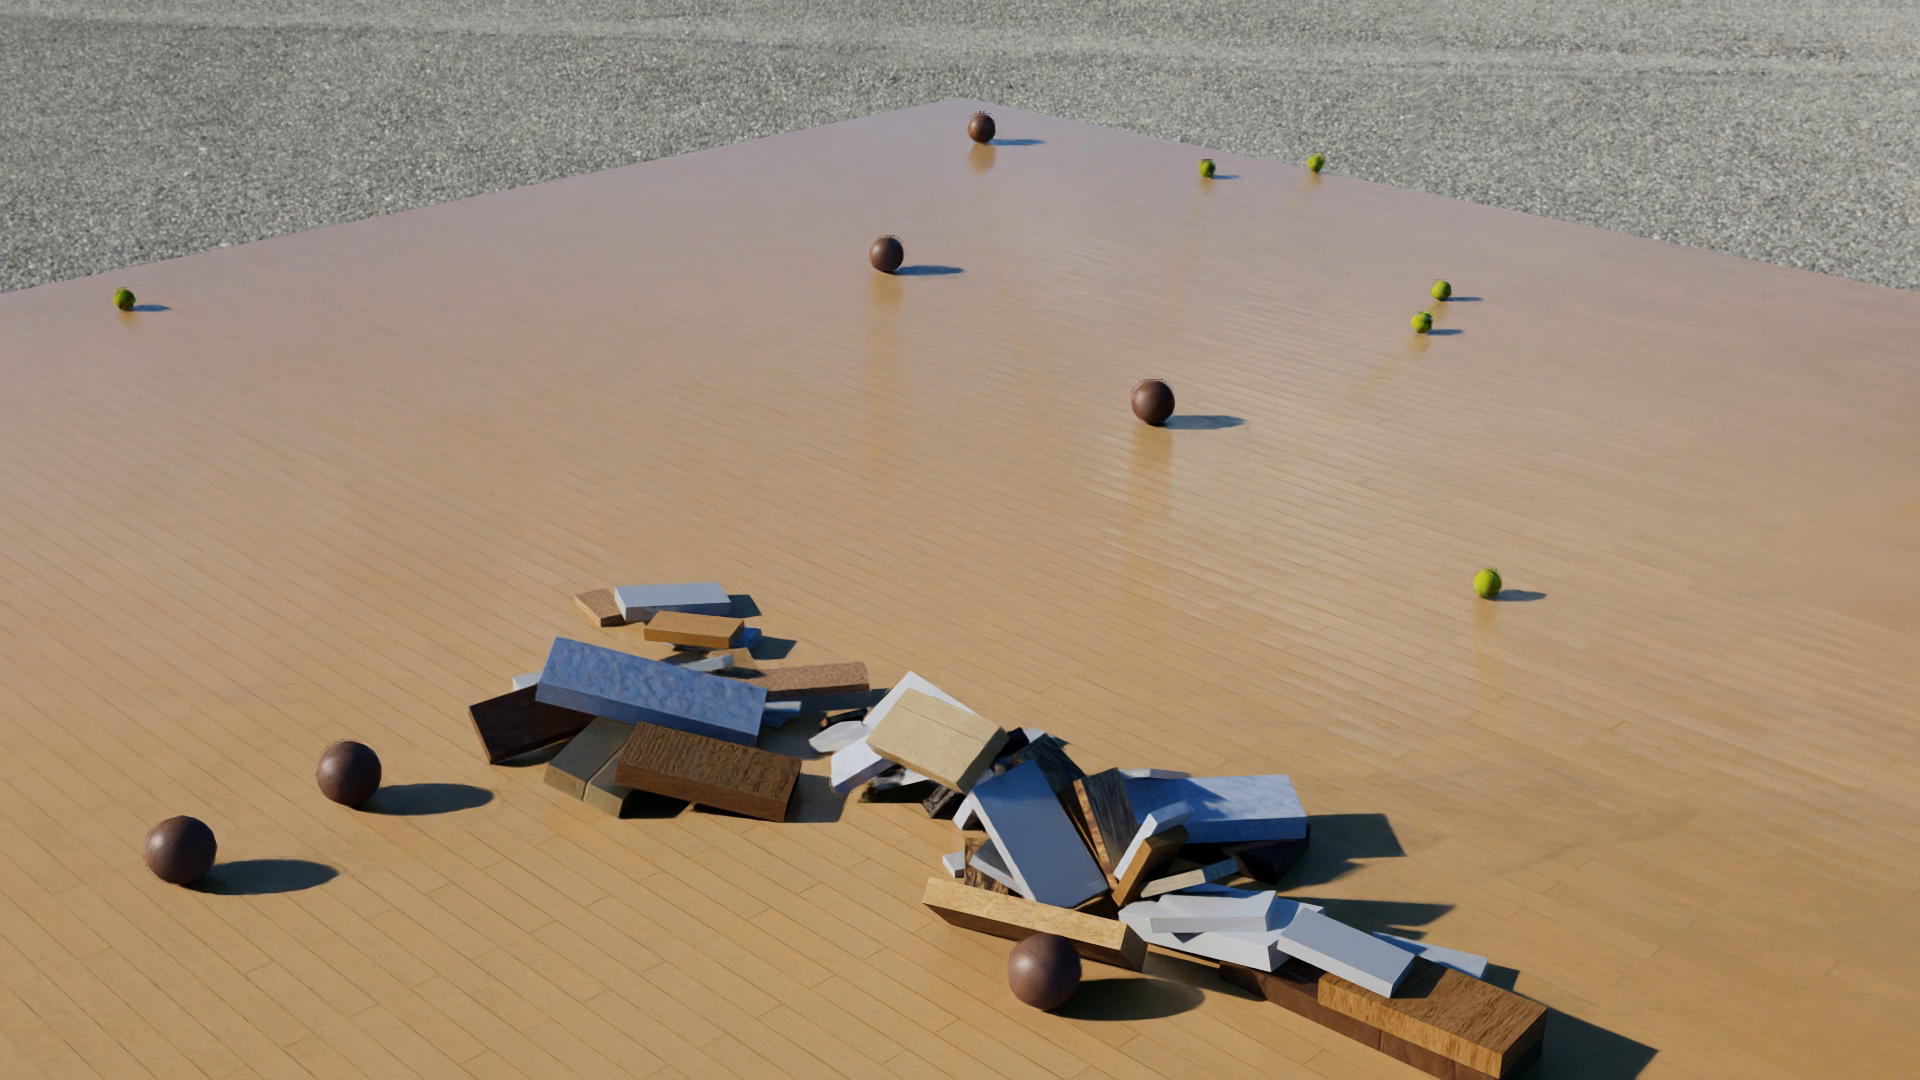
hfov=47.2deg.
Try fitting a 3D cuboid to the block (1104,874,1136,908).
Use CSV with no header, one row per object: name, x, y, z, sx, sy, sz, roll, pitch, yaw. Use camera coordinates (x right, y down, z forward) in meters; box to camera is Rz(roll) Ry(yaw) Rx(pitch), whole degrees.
block,0.301,0.630,4.161,0.088,0.025,0.176,-20,52,-39

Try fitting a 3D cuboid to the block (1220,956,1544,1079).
block,0.721,0.803,3.806,0.541,0.048,0.170,19,29,37

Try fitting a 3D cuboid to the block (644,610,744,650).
block,-0.622,0.210,5.152,0.210,0.030,0.105,5,24,12

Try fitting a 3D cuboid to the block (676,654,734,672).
block,-0.593,0.285,4.915,0.161,0.023,0.081,-12,2,12

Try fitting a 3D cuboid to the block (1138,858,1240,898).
block,0.416,0.615,4.005,0.088,0.025,0.176,-10,-10,-39

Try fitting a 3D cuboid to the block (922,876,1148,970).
block,0.135,0.688,3.944,0.376,0.048,0.170,10,-19,22

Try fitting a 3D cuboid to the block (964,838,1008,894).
block,0.049,0.631,4.210,0.082,0.023,0.164,3,31,-1

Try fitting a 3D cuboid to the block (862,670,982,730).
block,-0.060,0.370,4.340,0.141,0.040,0.283,-46,38,-12

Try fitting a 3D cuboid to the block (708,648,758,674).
block,-0.496,0.308,4.950,0.090,0.025,0.179,-6,35,-23

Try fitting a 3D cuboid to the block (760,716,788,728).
block,-0.430,0.385,4.835,0.099,0.014,0.049,12,26,25

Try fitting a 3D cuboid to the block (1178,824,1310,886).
block,0.500,0.577,4.340,0.339,0.048,0.170,13,26,28

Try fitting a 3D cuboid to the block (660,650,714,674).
block,-0.597,0.302,5.016,0.090,0.025,0.179,-19,29,-37

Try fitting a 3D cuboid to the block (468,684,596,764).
block,-0.894,0.373,4.713,0.285,0.036,0.128,-18,64,-25

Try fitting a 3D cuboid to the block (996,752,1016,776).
block,0.113,0.509,4.317,0.095,0.190,0.027,-21,29,-40

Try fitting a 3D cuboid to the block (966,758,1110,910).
block,0.146,0.565,4.130,0.141,0.040,0.283,-23,71,-24

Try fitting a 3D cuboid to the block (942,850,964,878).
block,0.035,0.622,4.272,0.122,0.017,0.061,-9,25,-20

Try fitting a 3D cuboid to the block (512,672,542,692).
block,-0.893,0.359,4.868,0.128,0.036,0.256,-11,25,-23

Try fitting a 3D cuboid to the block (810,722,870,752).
block,-0.210,0.416,4.664,0.204,0.029,0.102,-5,15,39

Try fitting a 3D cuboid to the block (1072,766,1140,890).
block,0.290,0.540,4.131,0.091,0.211,0.026,-14,-9,-35

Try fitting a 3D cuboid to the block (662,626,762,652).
block,-0.586,0.228,5.185,0.210,0.030,0.105,9,24,20

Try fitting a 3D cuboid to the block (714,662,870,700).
block,-0.498,0.325,4.866,0.589,0.023,0.081,-4,34,-10

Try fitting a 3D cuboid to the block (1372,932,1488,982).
block,0.827,0.761,3.928,0.209,0.030,0.104,10,25,22

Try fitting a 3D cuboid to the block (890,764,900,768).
block,-0.121,0.441,4.566,0.102,0.029,0.204,-23,5,-42

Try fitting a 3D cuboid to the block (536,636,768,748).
block,-0.654,0.329,4.693,0.469,0.049,0.175,14,31,-5

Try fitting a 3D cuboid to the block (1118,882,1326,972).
block,0.472,0.690,3.976,0.339,0.048,0.170,5,20,45

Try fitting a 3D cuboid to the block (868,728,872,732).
block,-0.067,0.377,4.399,0.123,0.035,0.246,-49,39,-16

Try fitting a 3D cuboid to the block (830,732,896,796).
block,-0.171,0.434,4.498,0.204,0.029,0.102,-32,30,14

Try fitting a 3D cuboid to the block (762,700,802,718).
block,-0.401,0.371,4.833,0.099,0.014,0.050,1,23,3

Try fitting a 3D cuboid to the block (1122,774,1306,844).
block,0.495,0.530,4.327,0.339,0.048,0.170,-2,23,-4

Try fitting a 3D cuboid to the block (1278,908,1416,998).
block,0.663,0.707,3.776,0.209,0.030,0.104,21,30,25

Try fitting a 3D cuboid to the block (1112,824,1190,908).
block,0.350,0.600,4.047,0.091,0.183,0.026,-16,55,-33

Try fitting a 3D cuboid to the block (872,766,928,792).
block,-0.056,0.456,4.489,0.123,0.035,0.246,-23,2,-43

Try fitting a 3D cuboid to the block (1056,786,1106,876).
block,0.259,0.544,4.170,0.082,0.023,0.177,-15,65,-35

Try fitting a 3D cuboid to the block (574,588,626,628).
block,-0.868,0.164,5.346,0.081,0.023,0.161,-13,26,-28

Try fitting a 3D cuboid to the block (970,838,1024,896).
block,0.108,0.630,4.181,0.164,0.023,0.082,28,31,15

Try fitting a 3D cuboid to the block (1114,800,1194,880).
block,0.356,0.555,4.043,0.091,0.183,0.026,-14,54,-35

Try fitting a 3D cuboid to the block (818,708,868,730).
block,-0.254,0.389,4.789,0.099,0.014,0.049,-12,-15,-27

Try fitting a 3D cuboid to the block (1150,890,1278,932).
block,0.455,0.664,3.931,0.209,0.030,0.104,-4,15,21

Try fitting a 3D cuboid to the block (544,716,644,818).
block,-0.702,0.439,4.588,0.175,0.049,0.349,24,30,10

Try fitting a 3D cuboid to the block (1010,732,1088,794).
block,0.195,0.466,4.243,0.190,0.027,0.095,46,45,16

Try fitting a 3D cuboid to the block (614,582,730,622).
block,-0.697,0.148,5.332,0.257,0.036,0.128,-2,22,-20

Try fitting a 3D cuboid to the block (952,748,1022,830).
block,0.060,0.495,4.368,0.095,0.190,0.027,-20,61,-40

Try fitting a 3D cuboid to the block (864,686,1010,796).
block,-0.046,0.385,4.243,0.283,0.040,0.141,18,63,48

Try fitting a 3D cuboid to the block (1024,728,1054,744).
block,0.136,0.438,4.707,0.122,0.017,0.061,-20,30,-39

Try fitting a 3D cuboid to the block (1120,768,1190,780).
block,0.395,0.474,4.422,0.061,0.017,0.300,-6,-10,21

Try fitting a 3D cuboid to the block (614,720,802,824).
block,-0.511,0.472,4.491,0.349,0.049,0.175,13,25,1

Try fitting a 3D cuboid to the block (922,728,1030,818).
block,0.031,0.465,4.391,0.123,0.246,0.035,-21,69,-39

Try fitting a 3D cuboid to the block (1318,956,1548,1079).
block,0.797,0.787,3.722,0.339,0.048,0.170,18,29,35
